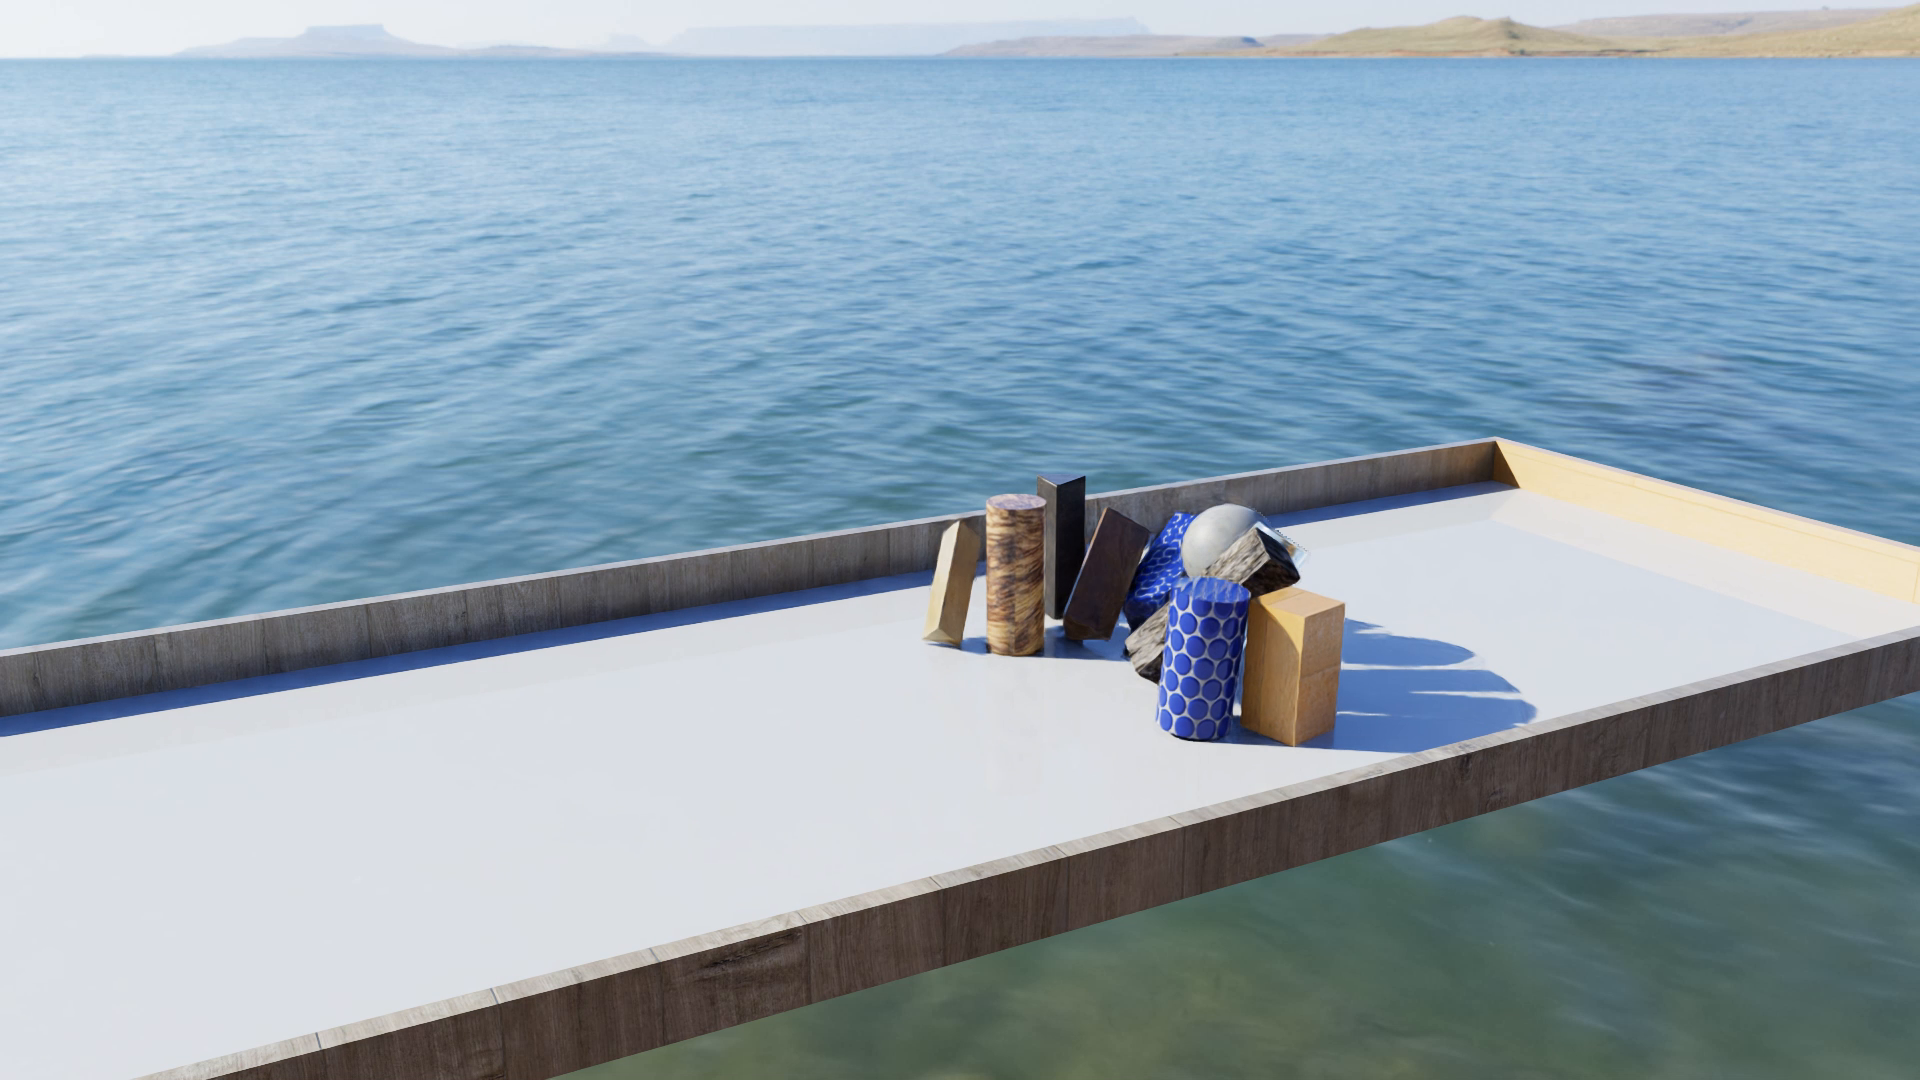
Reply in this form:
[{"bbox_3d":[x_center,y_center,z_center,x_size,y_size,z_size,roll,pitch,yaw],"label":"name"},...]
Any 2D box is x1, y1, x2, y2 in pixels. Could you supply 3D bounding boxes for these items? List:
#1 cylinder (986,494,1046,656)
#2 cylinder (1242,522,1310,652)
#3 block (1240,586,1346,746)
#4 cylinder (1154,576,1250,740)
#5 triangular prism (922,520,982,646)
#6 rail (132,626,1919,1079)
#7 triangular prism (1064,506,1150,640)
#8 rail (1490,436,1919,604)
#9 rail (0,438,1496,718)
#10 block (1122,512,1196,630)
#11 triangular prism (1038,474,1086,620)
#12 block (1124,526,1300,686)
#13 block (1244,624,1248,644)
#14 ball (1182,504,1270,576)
[{"bbox_3d":[0.146,0.092,4.332,0.156,0.400,0.156,0,17,0],"label":"cylinder"},{"bbox_3d":[0.704,0.151,4.136,0.154,0.376,0.154,33,7,-5],"label":"cylinder"},{"bbox_3d":[0.768,0.289,3.809,0.155,0.313,0.155,-14,23,-40],"label":"block"},{"bbox_3d":[0.559,0.272,3.812,0.178,0.334,0.178,5,17,-1],"label":"cylinder"},{"bbox_3d":[-0.035,0.119,4.457,0.091,0.328,0.105,-9,-33,34],"label":"triangular prism"},{"bbox_3d":[-2.336,1.006,1.665,12.000,0.150,0.050,-9,18,-27],"label":"rail"},{"bbox_3d":[0.368,0.087,4.429,0.145,0.126,0.341,0,57,42],"label":"triangular prism"},{"bbox_3d":[2.466,-0.048,5.253,0.050,0.150,2.100,-9,18,-27],"label":"rail"},{"bbox_3d":[-3.305,0.497,3.399,12.000,0.150,0.050,-9,18,-27],"label":"rail"},{"bbox_3d":[0.586,0.095,4.514,0.135,0.135,0.335,12,51,38],"label":"block"},{"bbox_3d":[0.263,0.012,4.622,0.115,0.390,0.133,12,20,36],"label":"triangular prism"},{"bbox_3d":[0.608,0.170,4.005,0.117,0.443,0.117,29,29,-33],"label":"block"},{"bbox_3d":[0.724,0.210,4.439,0.377,0.113,0.113,-12,20,-36],"label":"block"},{"bbox_3d":[0.708,0.031,4.343,0.250,0.250,0.250,0,16,0],"label":"ball"}]
